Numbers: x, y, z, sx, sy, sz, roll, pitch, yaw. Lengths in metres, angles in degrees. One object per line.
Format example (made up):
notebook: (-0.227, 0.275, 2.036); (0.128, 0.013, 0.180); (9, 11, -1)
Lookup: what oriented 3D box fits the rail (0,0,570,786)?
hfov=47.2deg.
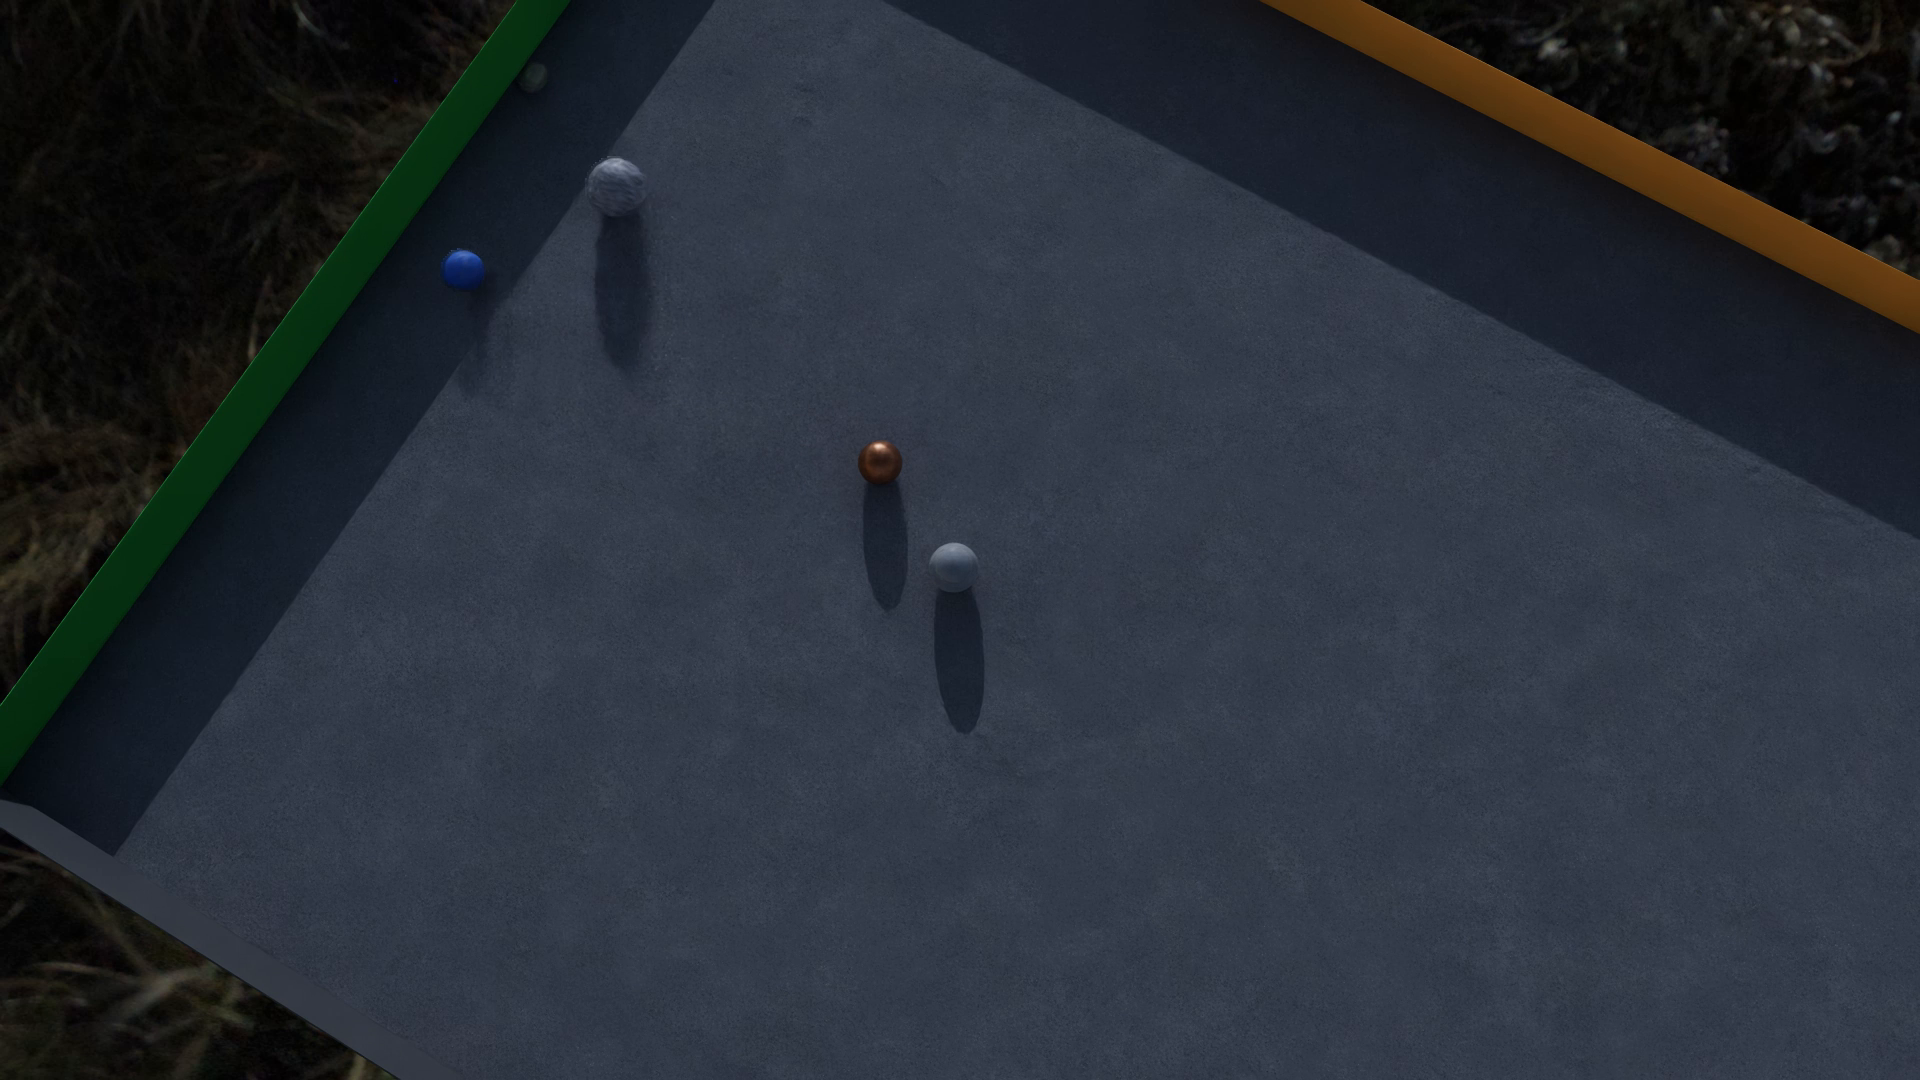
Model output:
rail: (-0.904, -0.514, 3.519); (0.045, 0.122, 2.196); (29, 75, 9)

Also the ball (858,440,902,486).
ball: (-0.124, -0.120, 3.425); (0.070, 0.070, 0.070); (0, 73, 0)

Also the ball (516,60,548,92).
ball: (-0.707, -0.766, 3.636); (0.051, 0.051, 0.051); (0, 73, 0)

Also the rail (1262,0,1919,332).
rail: (1.468, -0.375, 3.476); (4.287, 0.122, 0.045); (29, 75, 9)

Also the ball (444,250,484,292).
ball: (-0.795, -0.431, 3.524); (0.065, 0.065, 0.065); (0, 73, 0)

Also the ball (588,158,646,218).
ball: (-0.555, -0.569, 3.552); (0.094, 0.094, 0.094); (0, 73, 0)

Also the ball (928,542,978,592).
ball: (-0.009, 0.042, 3.370); (0.077, 0.077, 0.077); (0, 73, 0)

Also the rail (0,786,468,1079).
rail: (0.381, 1.395, 2.924); (4.287, 0.122, 0.045); (29, 75, 9)
